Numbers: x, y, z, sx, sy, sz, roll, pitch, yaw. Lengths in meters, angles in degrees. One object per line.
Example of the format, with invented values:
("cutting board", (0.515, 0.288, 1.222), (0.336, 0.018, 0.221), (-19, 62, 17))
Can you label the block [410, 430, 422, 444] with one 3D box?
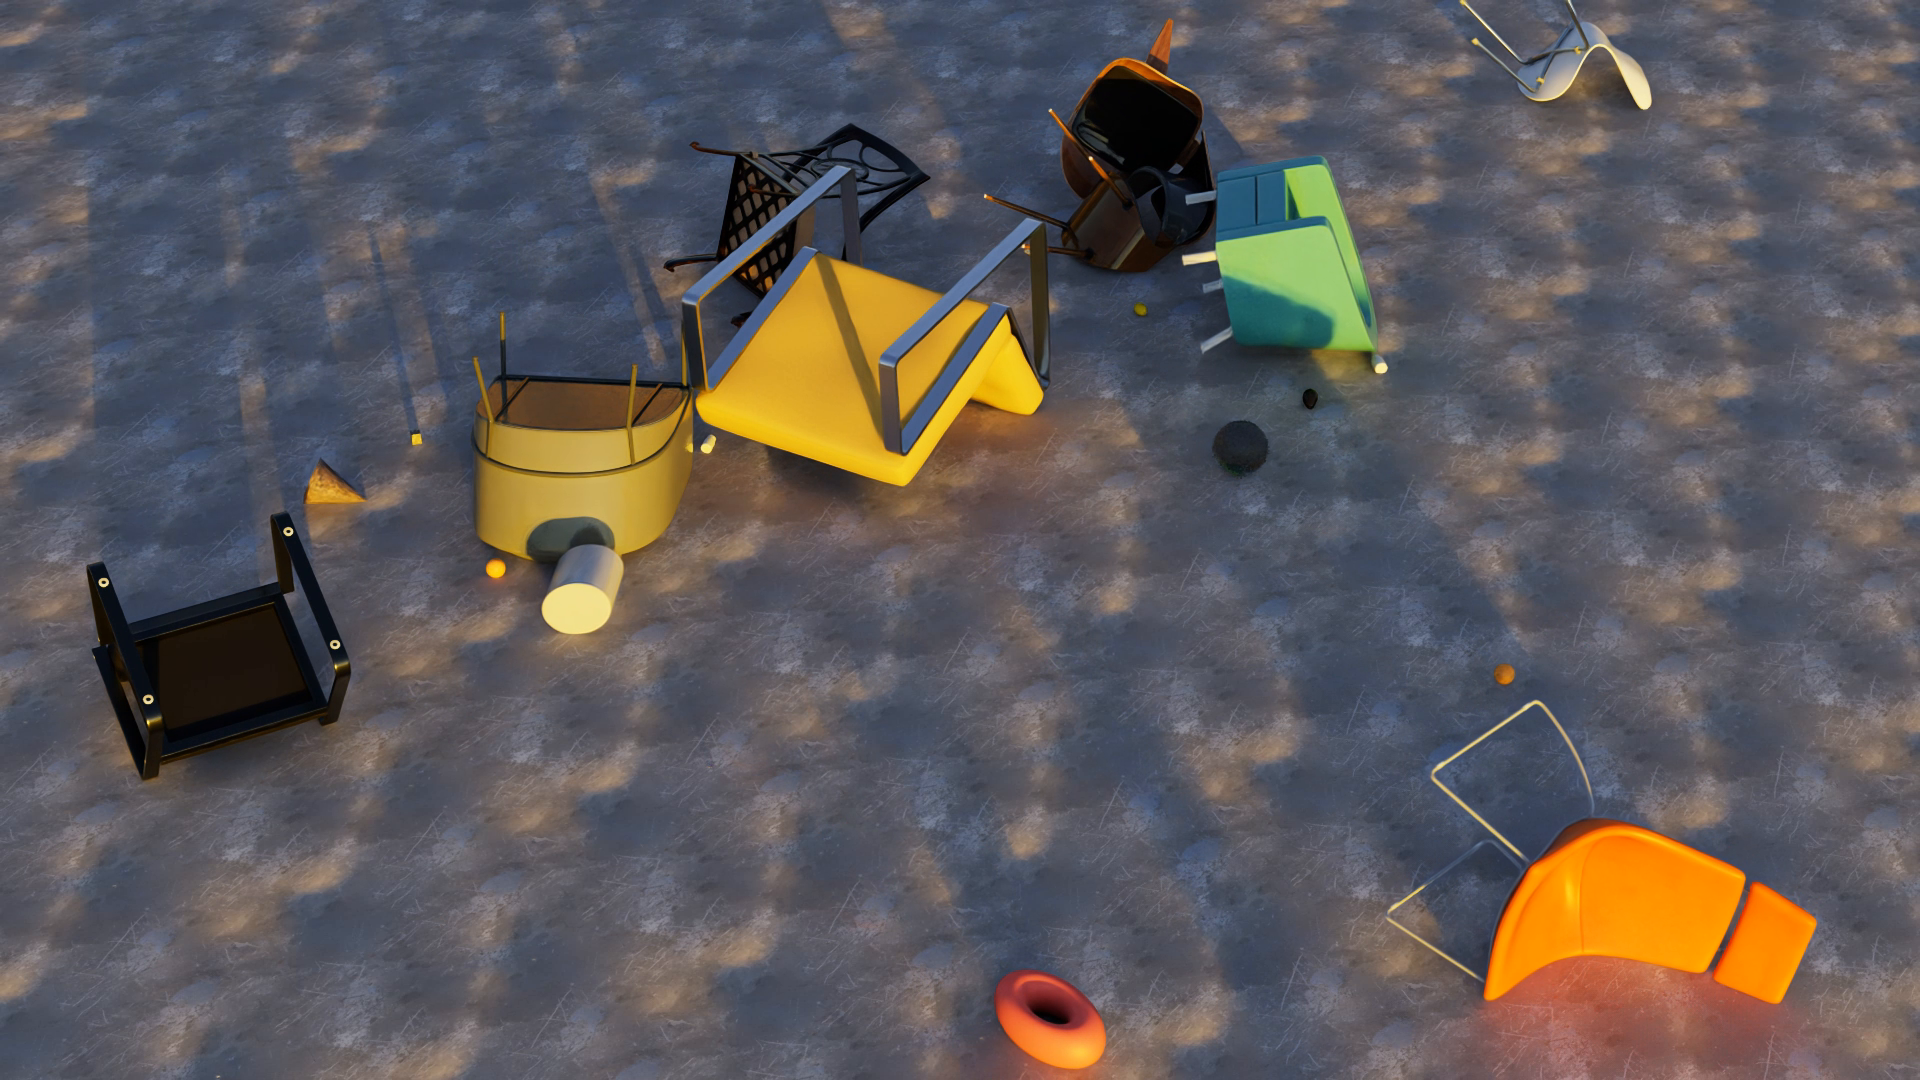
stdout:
("block", (-2.138, -0.405, 11.518), (0.035, 0.044, 0.037), (-11, 35, -15))

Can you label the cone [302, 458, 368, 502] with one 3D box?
("cone", (-2.359, -0.187, 11.153), (0.223, 0.172, 0.242), (21, 17, -8))

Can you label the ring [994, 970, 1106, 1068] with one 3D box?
("ring", (0.265, 1.415, 8.674), (0.250, 0.136, 0.421), (-25, 40, -30))

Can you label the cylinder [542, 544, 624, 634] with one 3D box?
("cylinder", (-1.346, 0.175, 10.481), (0.255, 0.211, 0.253), (-18, 30, 17))

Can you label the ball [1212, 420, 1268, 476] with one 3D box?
("ball", (1.080, -0.354, 11.288), (0.213, 0.213, 0.213), (0, 33, 0))
